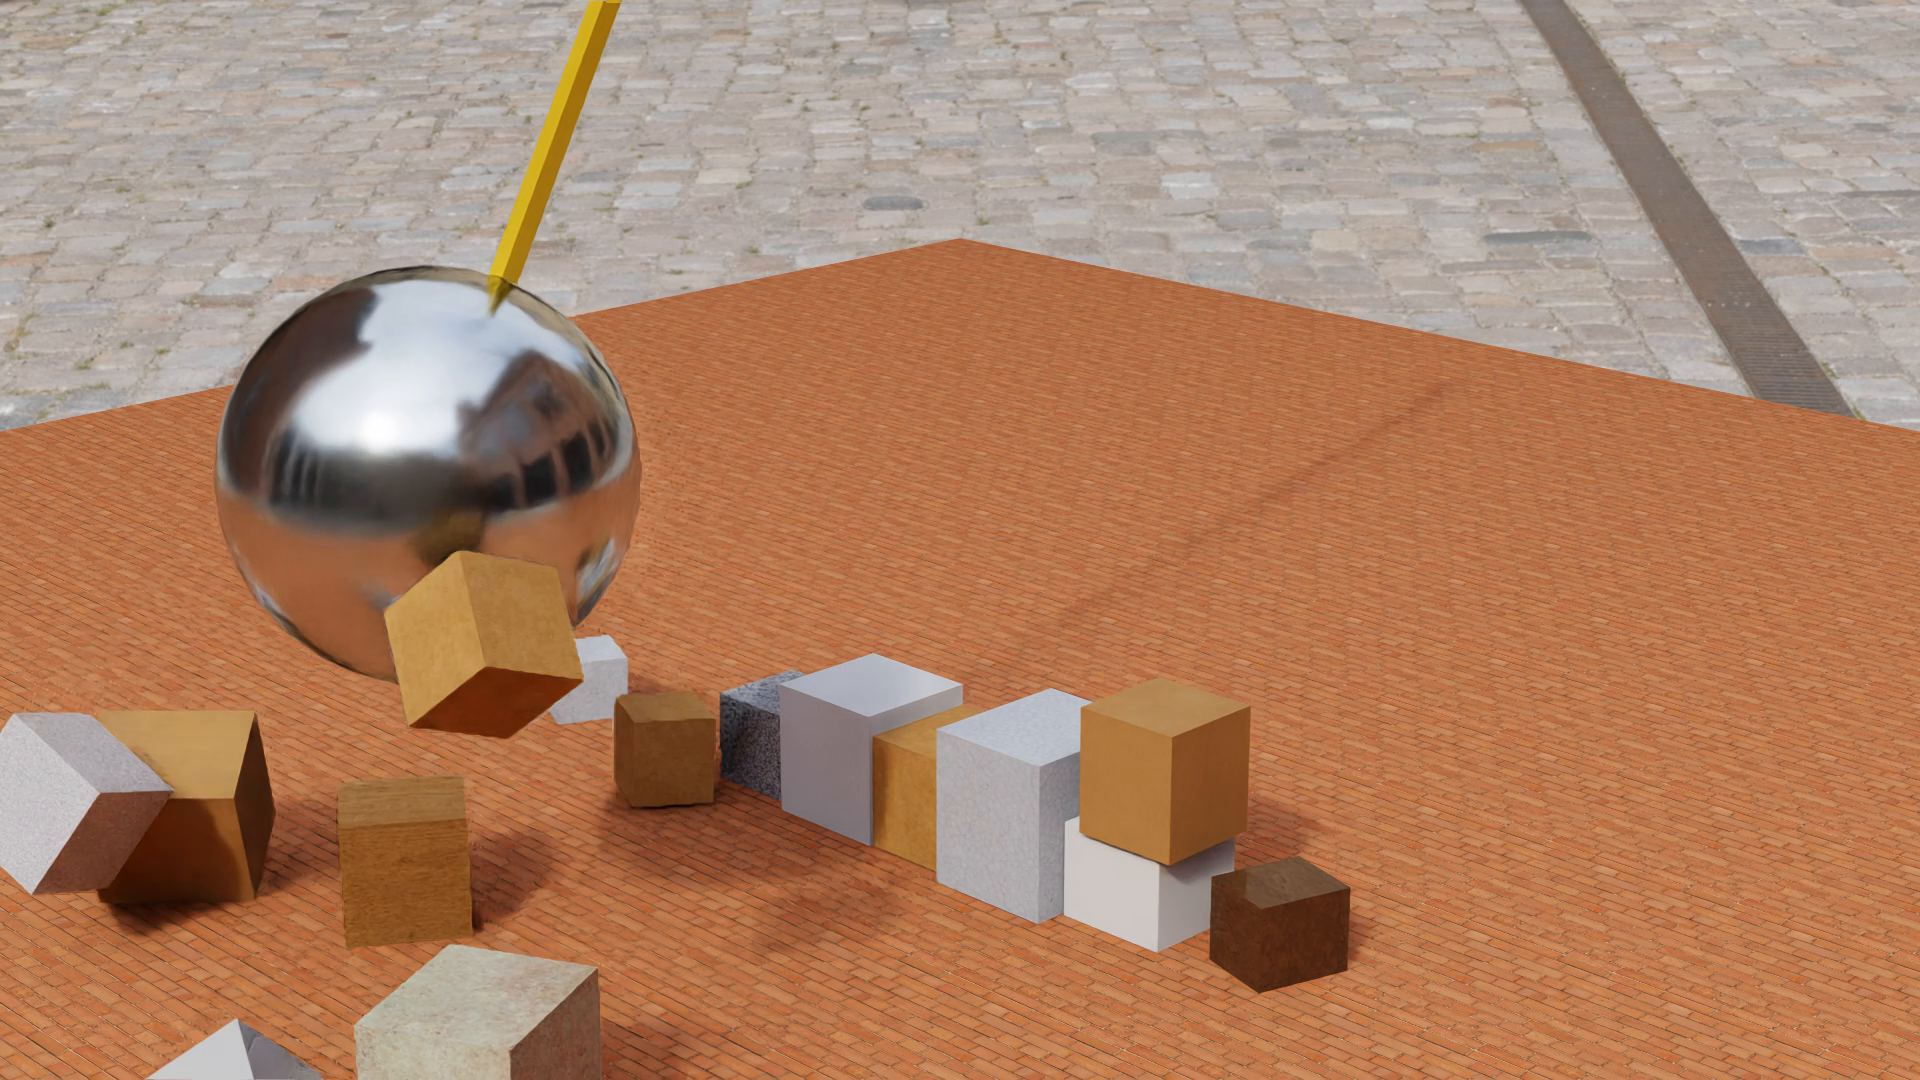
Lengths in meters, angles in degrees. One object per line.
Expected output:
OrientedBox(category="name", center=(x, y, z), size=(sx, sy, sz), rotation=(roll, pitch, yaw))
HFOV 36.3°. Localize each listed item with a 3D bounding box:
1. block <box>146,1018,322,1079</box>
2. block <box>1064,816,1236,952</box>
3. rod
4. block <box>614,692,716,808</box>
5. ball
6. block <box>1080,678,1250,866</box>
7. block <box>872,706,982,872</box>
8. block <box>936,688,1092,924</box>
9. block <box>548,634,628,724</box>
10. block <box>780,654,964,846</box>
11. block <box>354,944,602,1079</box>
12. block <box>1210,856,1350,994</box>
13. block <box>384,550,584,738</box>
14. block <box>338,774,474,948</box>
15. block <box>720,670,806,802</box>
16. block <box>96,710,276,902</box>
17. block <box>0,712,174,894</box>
OrientedBox(category="block", center=(-2.495, 2.051, 10.032), size=(0.535, 0.495, 0.453), rotation=(-34, 48, 4))
OrientedBox(category="block", center=(0.836, 1.458, 12.957), size=(0.550, 0.449, 0.507), rotation=(17, 24, 42))
OrientedBox(category="rod", center=(-0.873, -3.440, 11.346), size=(0.080, 5.200, 0.080), rotation=(17, -4, 42))
OrientedBox(category="block", center=(-1.444, 1.019, 14.314), size=(0.398, 0.428, 0.447), rotation=(-2, 14, -18))
OrientedBox(category="ball", center=(-2.014, -0.243, 11.154), size=(1.600, 1.600, 1.600), rotation=(0, 17, 0))
OrientedBox(category="block", center=(0.887, 0.995, 12.712), size=(0.514, 0.583, 0.524), rotation=(16, 24, 42))
OrientedBox(category="block", center=(-0.025, 1.165, 13.719), size=(0.580, 0.551, 0.495), rotation=(-17, 24, -42))
OrientedBox(category="block", center=(0.385, 1.193, 13.303), size=(0.749, 0.747, 0.637), rotation=(-17, 24, -42))
OrientedBox(category="block", center=(-1.985, 0.734, 15.467), size=(0.383, 0.324, 0.383), rotation=(-6, 19, -20))
OrientedBox(category="block", center=(-0.424, 0.997, 14.090), size=(0.619, 0.649, 0.623), rotation=(-17, 24, -42))
OrientedBox(category="block", center=(-1.766, 1.995, 10.856), size=(0.622, 0.683, 0.715), rotation=(6, 18, 18))
OrientedBox(category="block", center=(1.361, 1.635, 12.495), size=(0.454, 0.387, 0.376), rotation=(-9, 20, -27))
OrientedBox(category="block", center=(-1.634, 0.363, 10.051), size=(0.439, 0.447, 0.426), rotation=(-36, -31, 33))
OrientedBox(category="block", center=(-2.442, 1.408, 12.918), size=(0.544, 0.568, 0.518), rotation=(-3, 18, -10))
OrientedBox(category="block", center=(-0.834, 0.970, 14.512), size=(0.482, 0.446, 0.514), rotation=(-17, 24, -42))
OrientedBox(category="block", center=(-3.516, 1.196, 13.183), size=(0.696, 0.649, 0.565), rotation=(0, 39, -1))
OrientedBox(category="block", center=(-3.810, 1.111, 12.433), size=(0.541, 0.532, 0.531), rotation=(38, 9, 17))
